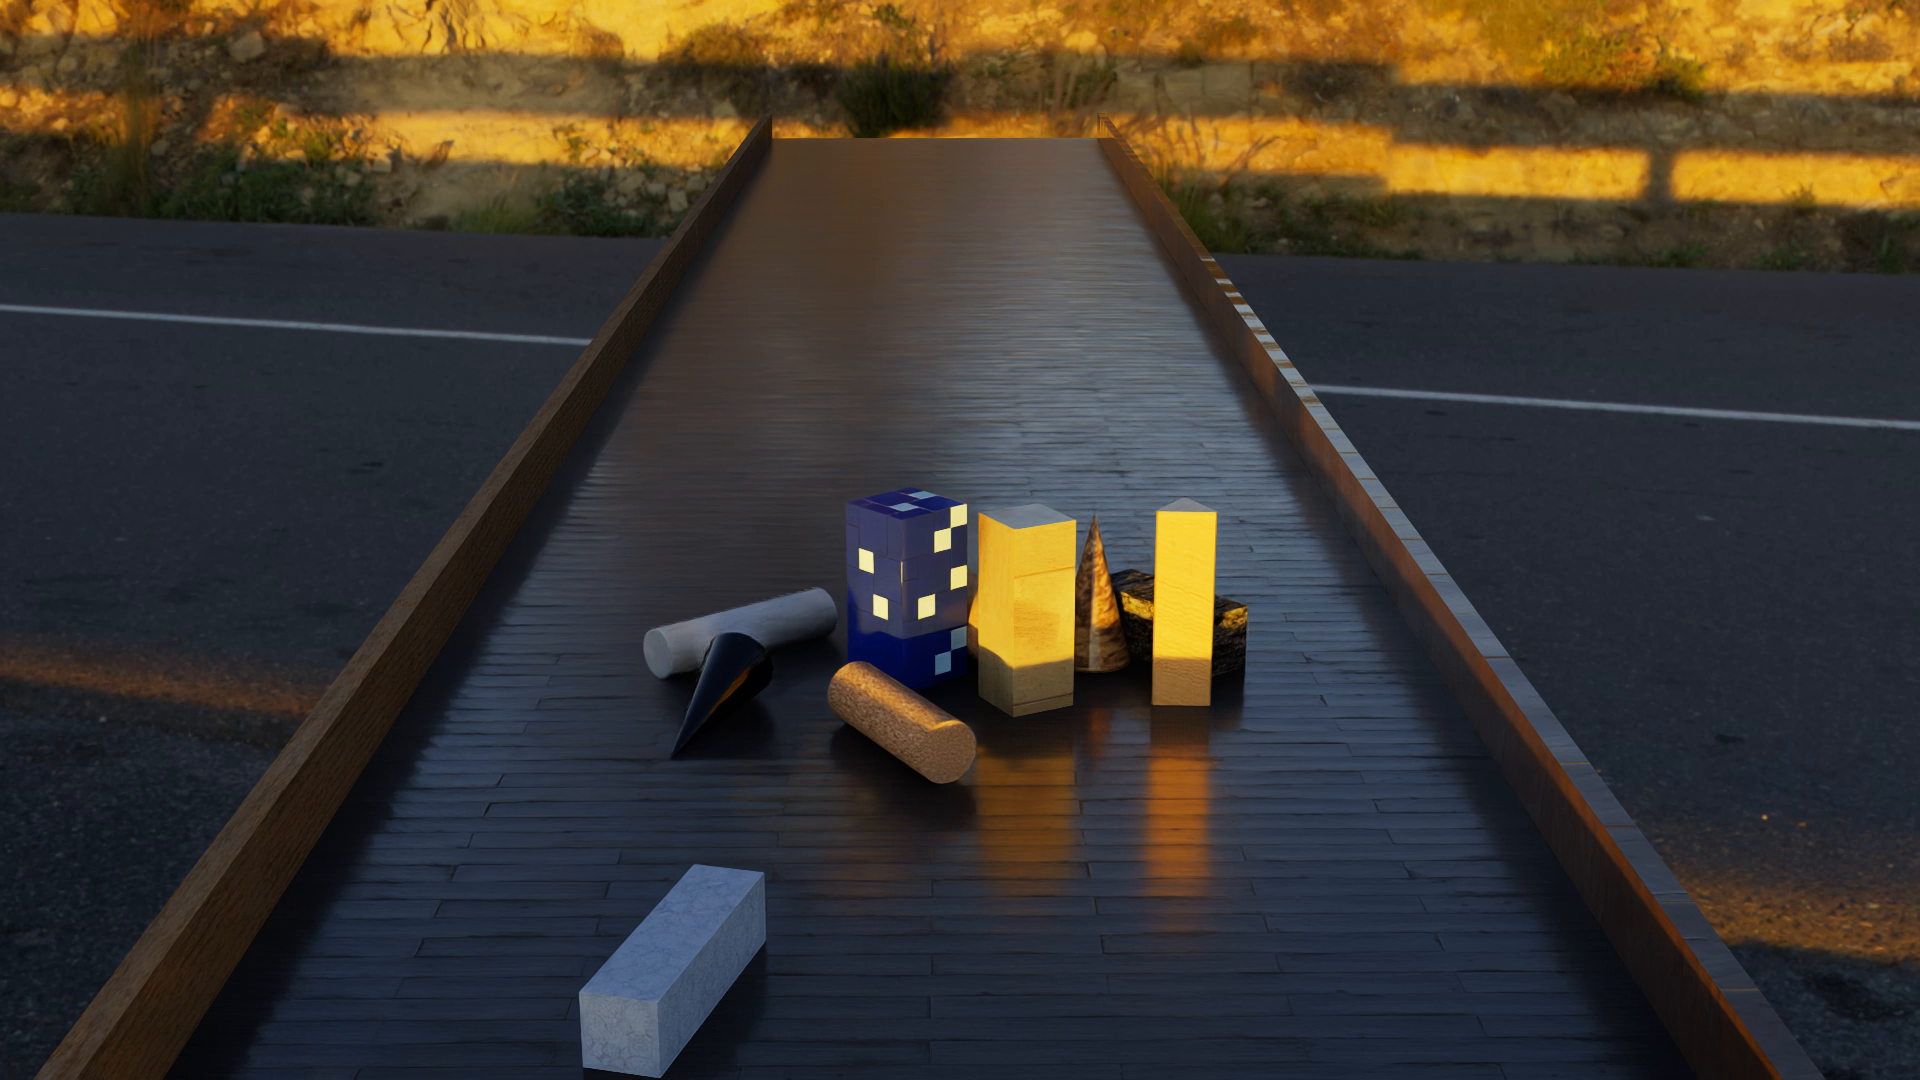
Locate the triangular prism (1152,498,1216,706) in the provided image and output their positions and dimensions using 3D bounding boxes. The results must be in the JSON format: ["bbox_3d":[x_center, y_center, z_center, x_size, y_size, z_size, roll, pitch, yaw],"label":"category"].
[{"bbox_3d":[0.422,0.116,4.166,0.110,0.382,0.095,1,17,3],"label":"triangular prism"}]

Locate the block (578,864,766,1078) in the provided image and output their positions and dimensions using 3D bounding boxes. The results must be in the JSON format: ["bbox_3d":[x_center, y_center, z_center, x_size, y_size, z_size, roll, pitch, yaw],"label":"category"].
[{"bbox_3d":[-0.391,0.589,3.053,0.109,0.109,0.405,4,17,14],"label":"block"}]

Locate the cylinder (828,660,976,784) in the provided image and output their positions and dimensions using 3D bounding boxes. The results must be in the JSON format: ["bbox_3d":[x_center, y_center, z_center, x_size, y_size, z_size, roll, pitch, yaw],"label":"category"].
[{"bbox_3d":[-0.108,0.323,3.939,0.115,0.115,0.349,-9,19,-28],"label":"cylinder"}]

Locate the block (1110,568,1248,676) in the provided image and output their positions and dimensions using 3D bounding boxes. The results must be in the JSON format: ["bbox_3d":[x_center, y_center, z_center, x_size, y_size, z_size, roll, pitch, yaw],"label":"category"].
[{"bbox_3d":[0.414,0.167,4.442,0.127,0.127,0.325,-14,21,-39],"label":"block"}]

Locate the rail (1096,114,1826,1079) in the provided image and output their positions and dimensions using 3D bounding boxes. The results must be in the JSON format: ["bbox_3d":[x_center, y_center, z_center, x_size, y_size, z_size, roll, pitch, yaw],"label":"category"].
[{"bbox_3d":[0.932,-0.844,7.801,0.050,0.150,12.000,0,17,-1],"label":"rail"}]

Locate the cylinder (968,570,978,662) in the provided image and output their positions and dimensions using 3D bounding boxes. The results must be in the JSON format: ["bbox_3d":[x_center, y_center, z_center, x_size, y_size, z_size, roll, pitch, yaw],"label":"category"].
[{"bbox_3d":[0.046,0.164,4.416,0.148,0.148,0.369,-8,18,-25],"label":"cylinder"}]

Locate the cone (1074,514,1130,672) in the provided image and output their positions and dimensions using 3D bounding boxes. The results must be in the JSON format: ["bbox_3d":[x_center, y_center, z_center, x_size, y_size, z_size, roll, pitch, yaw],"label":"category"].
[{"bbox_3d":[0.265,0.092,4.373,0.155,0.310,0.155,0,17,0],"label":"cone"}]

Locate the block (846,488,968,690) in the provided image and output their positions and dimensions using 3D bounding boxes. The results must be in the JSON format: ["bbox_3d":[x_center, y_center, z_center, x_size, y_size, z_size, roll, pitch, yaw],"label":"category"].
[{"bbox_3d":[-0.103,0.095,4.294,0.167,0.348,0.167,-14,22,-40],"label":"block"}]

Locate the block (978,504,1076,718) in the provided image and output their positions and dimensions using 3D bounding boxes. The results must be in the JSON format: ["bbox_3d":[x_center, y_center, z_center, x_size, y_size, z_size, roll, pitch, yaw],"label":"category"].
[{"bbox_3d":[0.125,0.131,4.145,0.132,0.366,0.132,-9,19,-28],"label":"block"}]

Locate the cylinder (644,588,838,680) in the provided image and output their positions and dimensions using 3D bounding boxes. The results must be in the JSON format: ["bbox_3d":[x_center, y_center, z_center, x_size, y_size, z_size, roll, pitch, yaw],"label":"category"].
[{"bbox_3d":[-0.437,0.186,4.424,0.403,0.100,0.100,-14,21,-38],"label":"cylinder"}]

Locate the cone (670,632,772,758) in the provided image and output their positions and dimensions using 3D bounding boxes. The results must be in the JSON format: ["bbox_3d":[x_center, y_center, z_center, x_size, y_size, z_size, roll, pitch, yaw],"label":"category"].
[{"bbox_3d":[-0.469,0.314,4.052,0.137,0.137,0.340,5,29,16],"label":"cone"}]

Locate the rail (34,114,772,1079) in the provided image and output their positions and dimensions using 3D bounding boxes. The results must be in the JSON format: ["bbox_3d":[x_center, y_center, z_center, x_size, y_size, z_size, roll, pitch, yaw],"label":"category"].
[{"bbox_3d":[-1.118,-0.838,7.780,0.050,0.150,12.000,0,17,-1],"label":"rail"}]
